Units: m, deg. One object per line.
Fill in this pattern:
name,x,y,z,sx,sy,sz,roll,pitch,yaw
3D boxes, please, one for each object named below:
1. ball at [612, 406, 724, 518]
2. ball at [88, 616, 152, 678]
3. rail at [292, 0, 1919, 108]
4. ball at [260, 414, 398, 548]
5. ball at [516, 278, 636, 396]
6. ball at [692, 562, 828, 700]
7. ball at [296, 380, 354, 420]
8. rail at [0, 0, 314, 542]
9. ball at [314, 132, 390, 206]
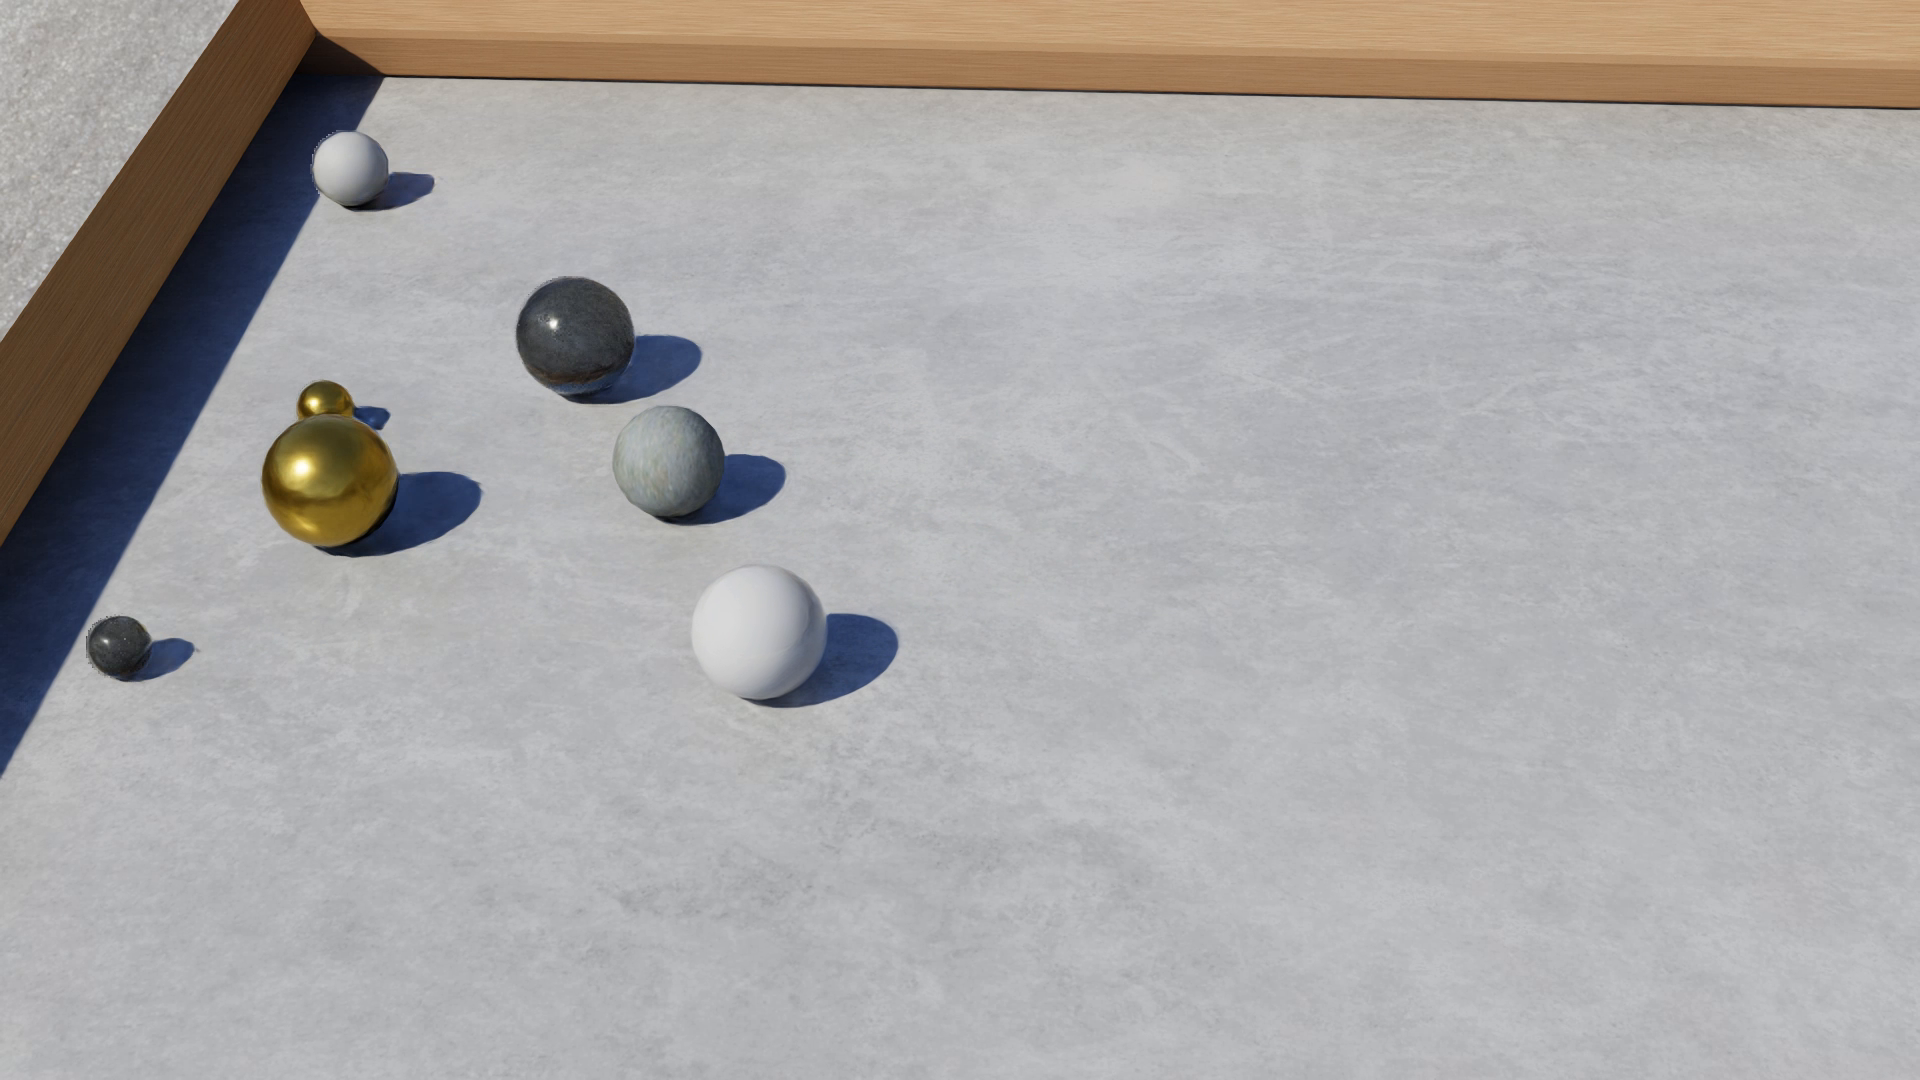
ball,-0.220,-0.059,1.933,0.084,0.084,0.084,0,35,0
ball,-0.583,0.074,1.780,0.043,0.043,0.043,0,35,0
rail,0.760,-0.472,2.482,2.880,0.129,0.045,2,35,2
ball,-0.466,-0.044,1.899,0.099,0.099,0.099,0,35,0
ball,-0.311,-0.164,2.074,0.096,0.096,0.096,0,35,0
ball,-0.137,0.062,1.753,0.093,0.093,0.093,0,35,0
ball,-0.502,-0.104,2.032,0.045,0.045,0.045,0,35,0
rail,-0.695,-0.044,1.871,0.045,0.129,1.683,2,35,2
ball,-0.557,-0.340,2.348,0.068,0.068,0.068,0,35,0
